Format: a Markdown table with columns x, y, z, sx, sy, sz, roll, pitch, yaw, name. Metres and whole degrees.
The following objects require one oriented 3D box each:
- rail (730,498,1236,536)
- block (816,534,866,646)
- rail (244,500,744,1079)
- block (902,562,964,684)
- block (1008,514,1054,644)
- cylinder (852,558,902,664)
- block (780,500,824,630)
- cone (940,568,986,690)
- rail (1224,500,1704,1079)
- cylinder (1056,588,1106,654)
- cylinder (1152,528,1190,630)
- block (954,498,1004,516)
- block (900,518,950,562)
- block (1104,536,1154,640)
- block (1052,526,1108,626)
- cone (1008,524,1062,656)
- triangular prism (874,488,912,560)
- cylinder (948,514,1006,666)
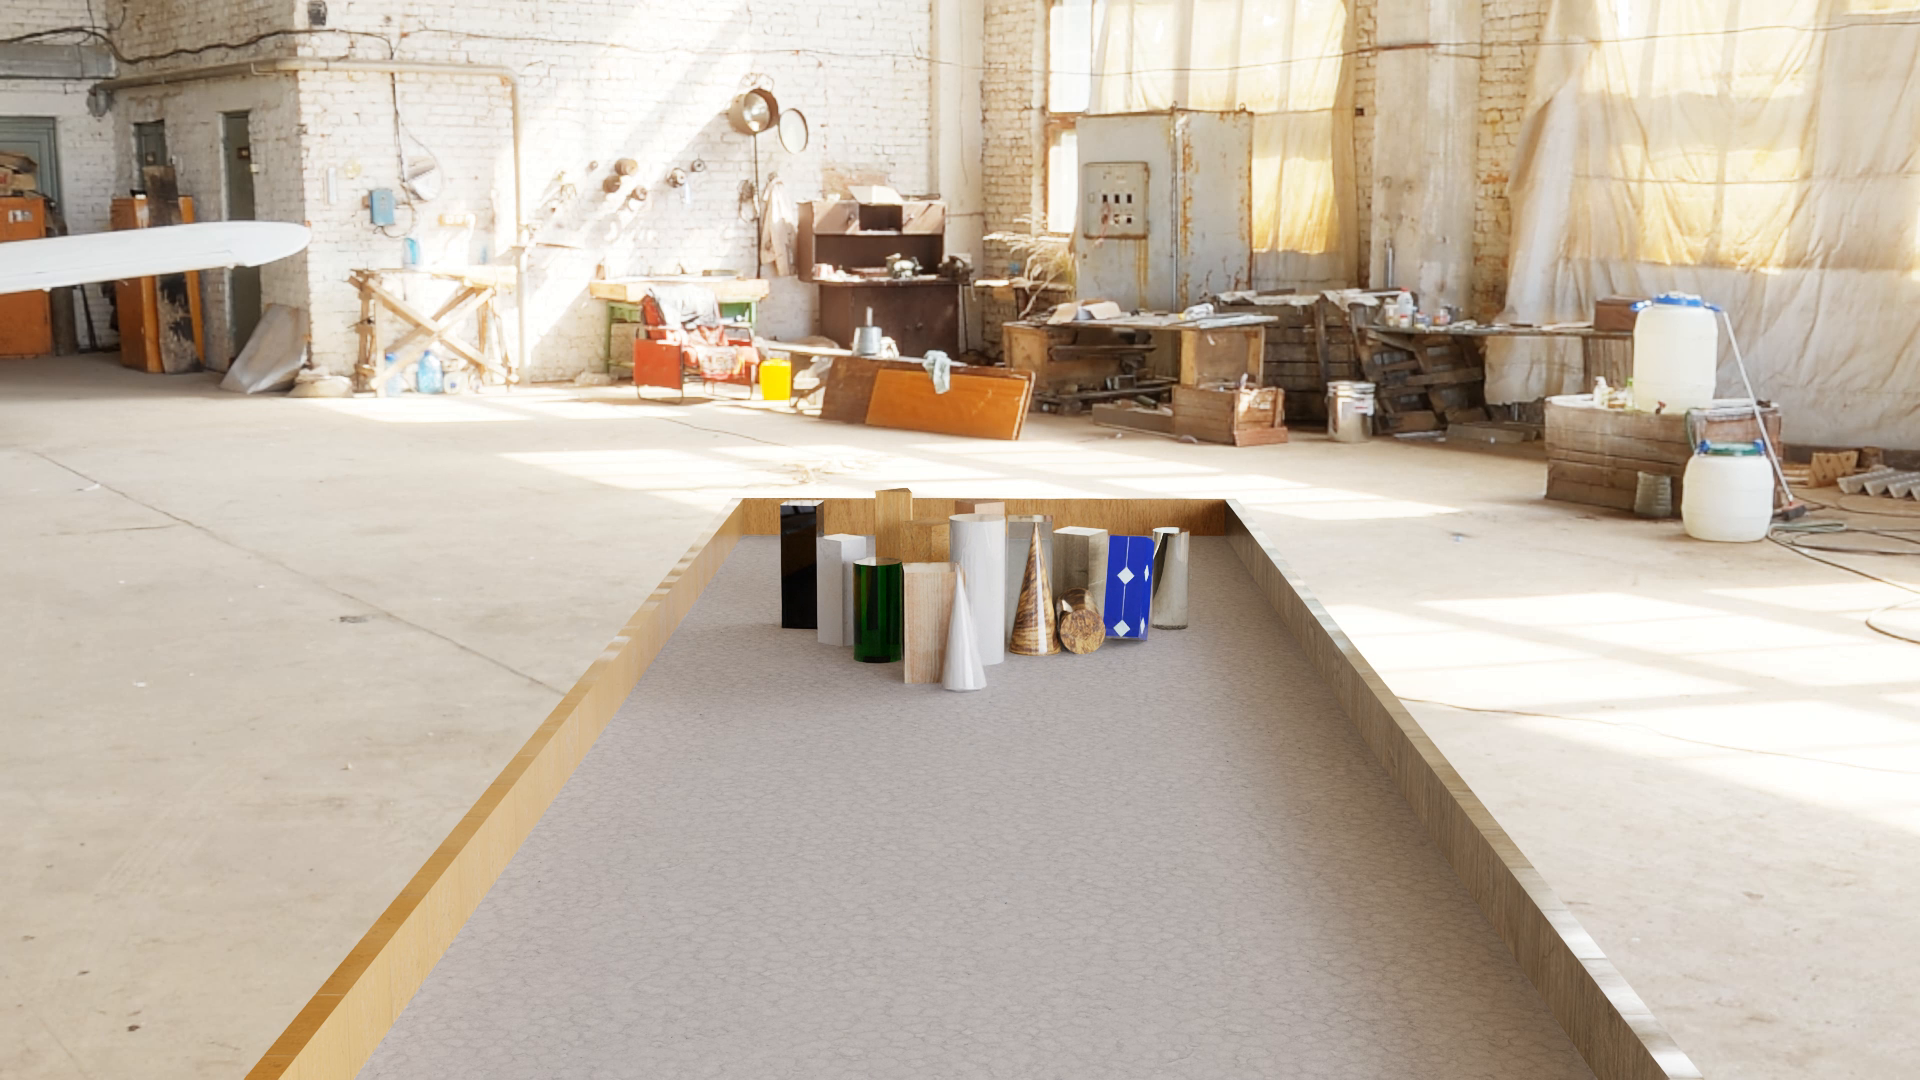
| x | y | z | sx | sy | sz | roll | pitch | yaw | name |
| --- | --- | --- | --- | --- | --- | --- | --- | --- | --- |
| 0.099 | -0.098 | 9.147 | 2.100 | 0.150 | 0.050 | 0 | 9 | 1 | rail |
| -0.373 | 0.157 | 6.945 | 0.110 | 0.335 | 0.110 | 8 | 12 | 41 | block |
| -1.004 | 0.839 | 3.234 | 0.050 | 0.150 | 12.000 | 0 | 9 | 1 | rail |
| -0.079 | 0.241 | 6.450 | 0.173 | 0.325 | 0.173 | -1 | 9 | -4 | block |
| 0.222 | 0.125 | 6.964 | 0.141 | 0.392 | 0.141 | 0 | 9 | 3 | block |
| -0.252 | 0.213 | 6.705 | 0.149 | 0.301 | 0.149 | 0 | 9 | 0 | cylinder |
| -0.514 | 0.080 | 7.205 | 0.119 | 0.407 | 0.119 | 1 | 9 | 9 | block |
| 0.003 | 0.244 | 6.303 | 0.133 | 0.355 | 0.133 | -3 | 6 | 0 | cone |
| 1.046 | 0.843 | 3.208 | 0.050 | 0.150 | 12.000 | 0 | 9 | 1 | rail |
| 0.379 | 0.253 | 6.972 | 0.139 | 0.139 | 0.391 | 0 | 9 | 0 | cylinder |
| 0.688 | 0.126 | 7.191 | 0.118 | 0.320 | 0.118 | 0 | 9 | 0 | cylinder |
| 0.063 | 0.079 | 7.188 | 0.117 | 0.415 | 0.117 | -6 | 11 | -34 | block |
| -0.089 | 0.134 | 6.931 | 0.139 | 0.387 | 0.139 | 9 | 12 | 43 | block |
| 0.534 | 0.152 | 6.969 | 0.118 | 0.318 | 0.118 | 3 | -6 | 18 | block |
| 0.390 | 0.122 | 7.247 | 0.140 | 0.309 | 0.140 | 5 | 11 | 29 | block |
| 0.234 | 0.141 | 6.809 | 0.165 | 0.411 | 0.165 | 0 | 9 | 0 | cone |
| -0.196 | 0.056 | 7.228 | 0.130 | 0.447 | 0.113 | 4 | 10 | 22 | triangular prism |
| 0.051 | 0.149 | 6.674 | 0.170 | 0.437 | 0.170 | 0 | 9 | 0 | cylinder |
